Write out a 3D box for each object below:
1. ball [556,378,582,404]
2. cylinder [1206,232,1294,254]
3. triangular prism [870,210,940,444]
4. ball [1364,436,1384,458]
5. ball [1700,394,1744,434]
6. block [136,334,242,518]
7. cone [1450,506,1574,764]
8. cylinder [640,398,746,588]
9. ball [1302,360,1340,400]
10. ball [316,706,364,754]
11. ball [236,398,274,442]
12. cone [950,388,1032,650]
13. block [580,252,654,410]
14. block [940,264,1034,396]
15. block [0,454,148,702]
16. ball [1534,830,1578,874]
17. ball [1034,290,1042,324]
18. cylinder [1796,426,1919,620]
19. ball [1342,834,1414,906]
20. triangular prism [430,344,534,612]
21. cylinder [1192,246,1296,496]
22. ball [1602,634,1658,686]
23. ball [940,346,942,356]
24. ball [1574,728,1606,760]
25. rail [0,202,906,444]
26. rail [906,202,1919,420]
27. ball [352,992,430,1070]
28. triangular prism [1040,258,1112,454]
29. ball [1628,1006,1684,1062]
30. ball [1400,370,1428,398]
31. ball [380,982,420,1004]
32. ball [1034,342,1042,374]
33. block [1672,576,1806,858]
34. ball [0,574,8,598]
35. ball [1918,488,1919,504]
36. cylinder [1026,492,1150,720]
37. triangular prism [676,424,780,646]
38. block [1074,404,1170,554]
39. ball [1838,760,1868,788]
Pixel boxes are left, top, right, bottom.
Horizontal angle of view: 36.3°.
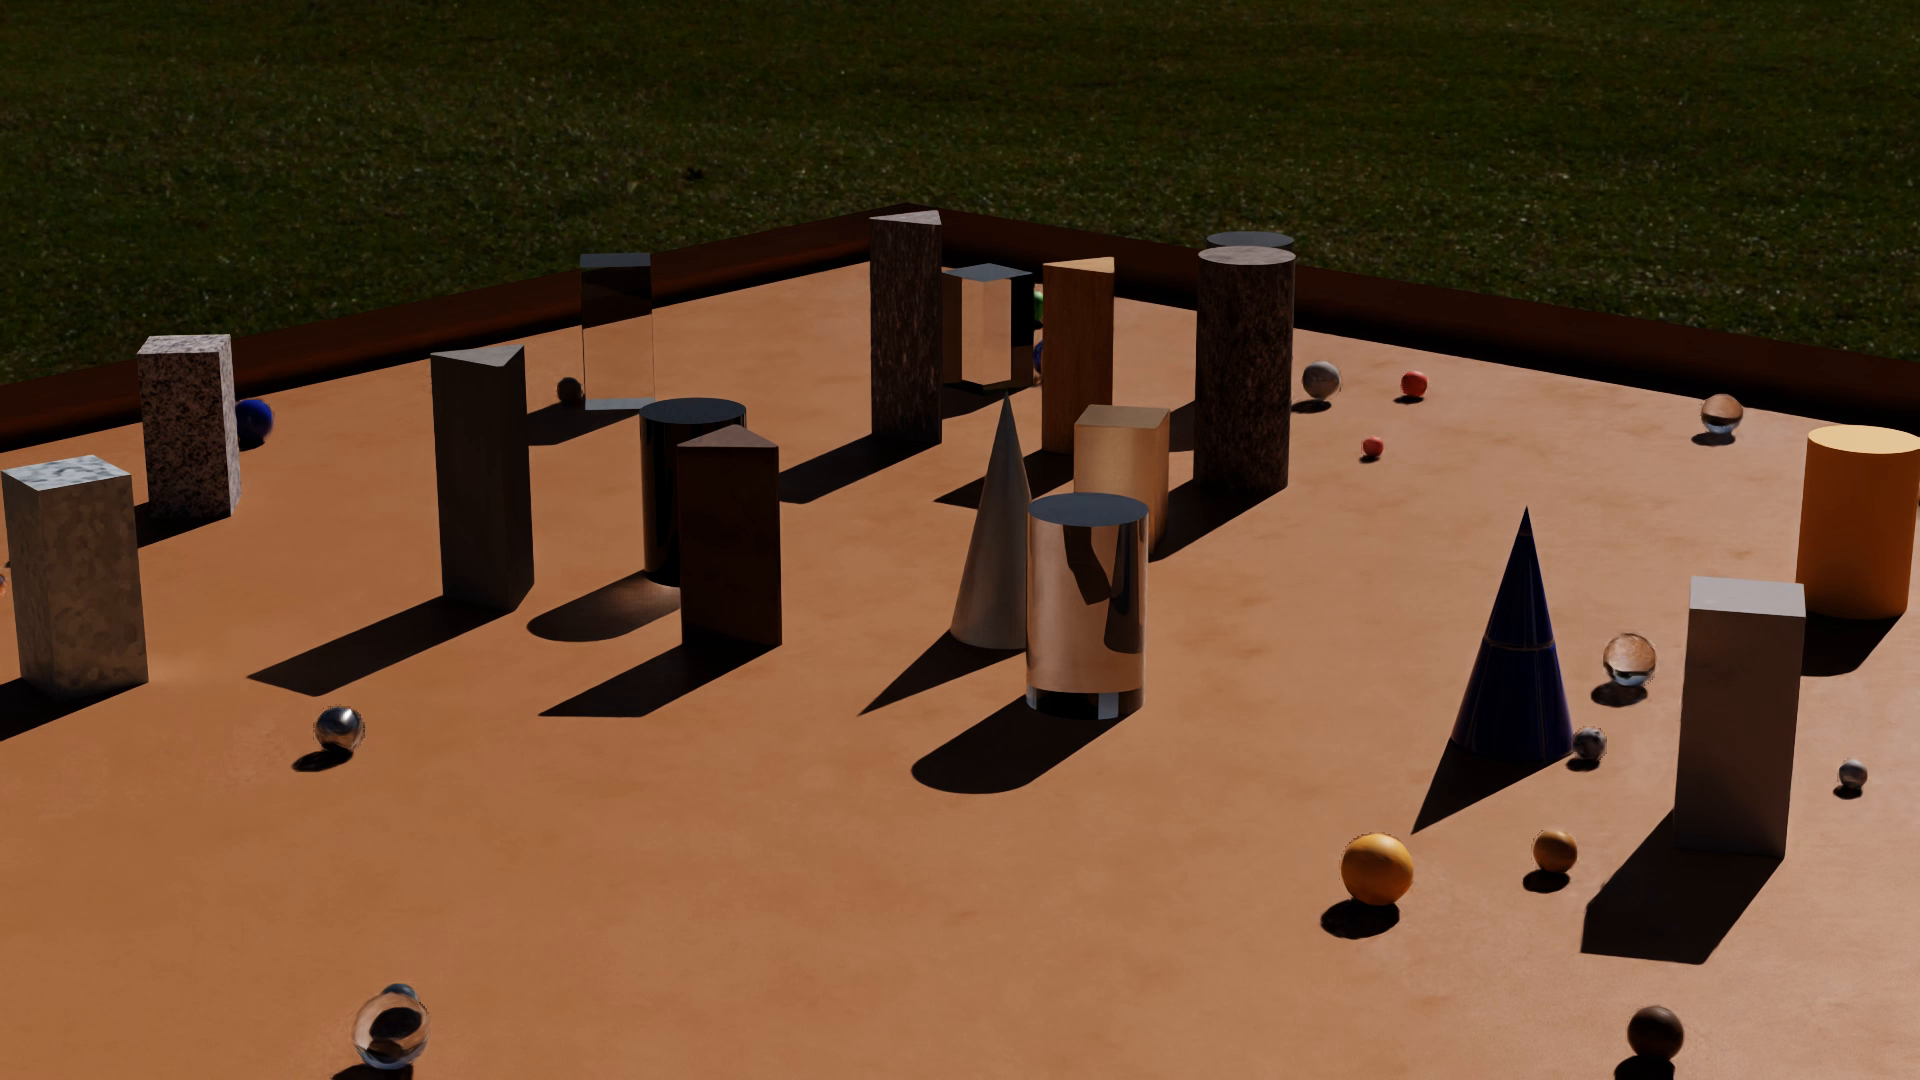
[{"bbox_3d":[-0.856,-0.327,6.421,0.057,0.057,0.057,0,17,0],"label":"ball"},{"bbox_3d":[0.630,-0.481,6.412,0.189,0.357,0.189,0,17,0],"label":"cylinder"},{"bbox_3d":[-0.082,-0.450,6.132,0.163,0.460,0.141,8,19,26],"label":"triangular prism"},{"bbox_3d":[0.845,-0.190,5.994,0.042,0.042,0.042,0,17,0],"label":"ball"},{"bbox_3d":[1.601,-0.265,6.164,0.087,0.087,0.087,0,17,0],"label":"ball"},{"bbox_3d":[-1.471,-0.218,5.605,0.151,0.321,0.151,-2,17,-5],"label":"block"},{"bbox_3d":[0.836,0.126,4.376,0.189,0.373,0.189,0,17,0],"label":"cone"},{"bbox_3d":[-0.470,-0.085,5.205,0.189,0.298,0.189,0,17,0],"label":"cylinder"},{"bbox_3d":[0.792,-0.351,6.432,0.084,0.084,0.084,0,17,0],"label":"ball"},{"bbox_3d":[-0.927,0.284,4.378,0.070,0.070,0.070,0,17,0],"label":"ball"},{"bbox_3d":[-1.475,-0.249,6.107,0.090,0.090,0.090,0,17,0],"label":"ball"},{"bbox_3d":[0.077,-0.049,4.870,0.189,0.422,0.189,0,17,0],"label":"cone"},{"bbox_3d":[-0.748,-0.457,6.405,0.151,0.315,0.151,-2,17,-6],"label":"block"},{"bbox_3d":[0.059,-0.472,6.554,0.151,0.257,0.151,-14,22,-39],"label":"block"},{"bbox_3d":[-1.402,0.059,4.647,0.151,0.345,0.151,-13,21,-37],"label":"block"},{"bbox_3d":[0.802,0.420,3.946,0.059,0.059,0.059,0,17,0],"label":"ball"},{"bbox_3d":[0.180,-0.569,7.179,0.082,0.082,0.082,0,17,0],"label":"ball"},{"bbox_3d":[1.542,-0.032,5.036,0.189,0.293,0.189,0,17,0],"label":"cylinder"},{"bbox_3d":[0.547,0.433,3.843,0.094,0.094,0.094,0,17,0],"label":"ball"},{"bbox_3d":[-0.795,-0.114,5.068,0.163,0.432,0.141,11,20,33],"label":"triangular prism"},{"bbox_3d":[0.556,-0.333,5.749,0.189,0.457,0.189,0,17,0],"label":"cylinder"},{"bbox_3d":[1.064,0.191,4.659,0.084,0.084,0.084,0,17,0],"label":"ball"},{"bbox_3d":[-0.072,-0.437,6.781,0.060,0.060,0.060,0,17,0],"label":"ball"},{"bbox_3d":[0.935,0.303,4.354,0.047,0.047,0.047,0,17,0],"label":"ball"},{"bbox_3d":[-1.612,-0.374,6.460,0.045,0.122,4.516,14,22,39],"label":"rail"},{"bbox_3d":[1.465,-0.457,6.736,4.316,0.122,0.045,14,22,39],"label":"rail"},{"bbox_3d":[-0.660,0.570,3.398,0.090,0.090,0.090,0,17,0],"label":"ball"},{"bbox_3d":[0.274,-0.378,6.015,0.163,0.389,0.141,11,20,31],"label":"triangular prism"},{"bbox_3d":[0.811,0.576,3.418,0.066,0.066,0.066,0,17,0],"label":"ball"},{"bbox_3d":[1.004,-0.345,6.476,0.059,0.059,0.059,0,17,0],"label":"ball"},{"bbox_3d":[-0.672,0.556,3.511,0.050,0.050,0.050,0,17,0],"label":"ball"},{"bbox_3d":[0.204,-0.414,6.659,0.086,0.086,0.086,0,17,0],"label":"ball"},{"bbox_3d":[1.071,0.242,4.039,0.151,0.346,0.151,4,17,14],"label":"block"},{"bbox_3d":[-1.680,0.079,5.077,0.057,0.057,0.057,0,17,0],"label":"ball"},{"bbox_3d":[1.863,-0.109,5.649,0.086,0.086,0.086,0,17,0],"label":"ball"},{"bbox_3d":[0.197,0.101,4.565,0.189,0.311,0.189,0,17,0],"label":"cylinder"},{"bbox_3d":[-0.377,-0.009,4.878,0.163,0.341,0.141,0,17,2],"label":"triangular prism"},{"bbox_3d":[0.298,-0.114,5.404,0.151,0.236,0.151,4,17,13],"label":"block"},{"bbox_3d":[1.294,0.339,4.246,0.041,0.041,0.041,0,17,0],"label":"ball"}]
